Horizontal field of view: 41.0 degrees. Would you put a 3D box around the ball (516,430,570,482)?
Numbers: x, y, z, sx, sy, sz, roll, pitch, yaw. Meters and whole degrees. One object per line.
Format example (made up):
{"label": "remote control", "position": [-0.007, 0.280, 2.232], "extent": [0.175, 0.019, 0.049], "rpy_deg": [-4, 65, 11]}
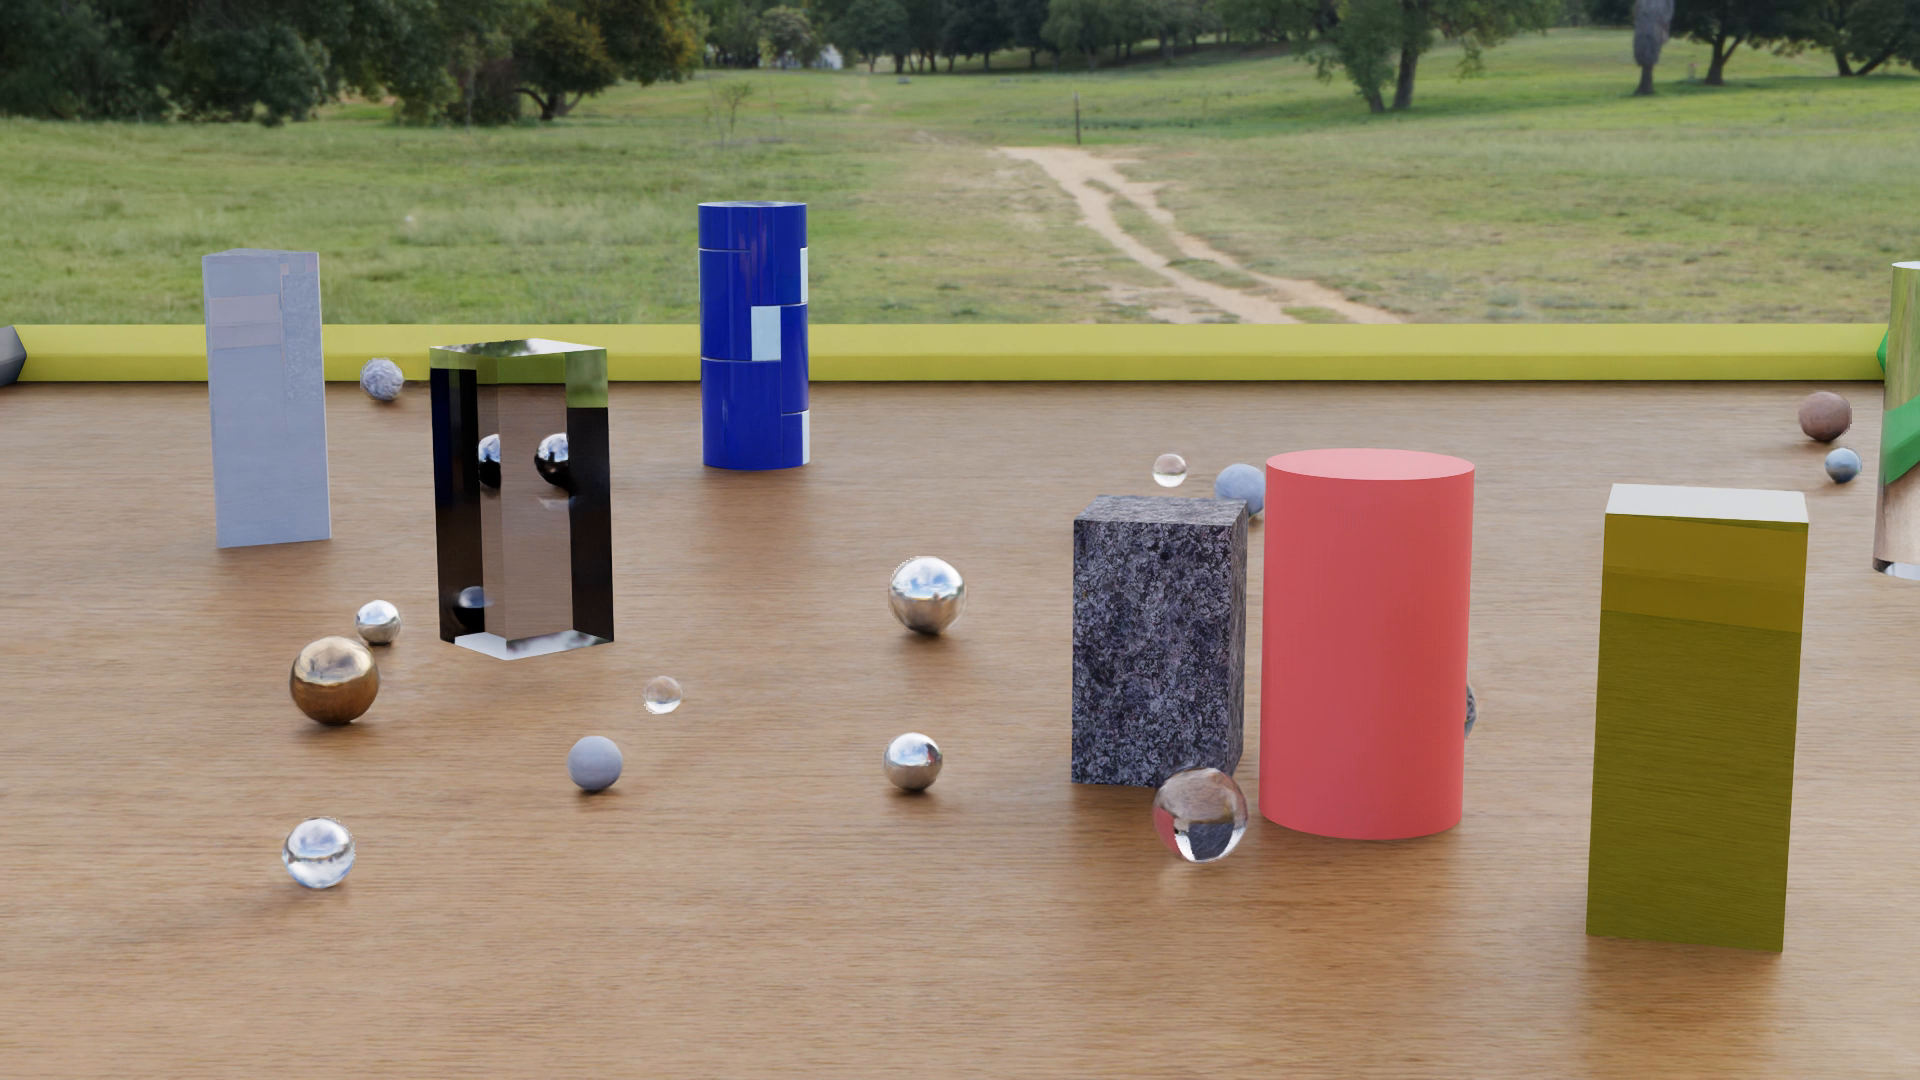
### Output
{"label": "ball", "position": [-0.739, -0.149, 4.541], "extent": [0.094, 0.094, 0.094], "rpy_deg": [0, 10, 0]}

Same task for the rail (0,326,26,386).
{"label": "rail", "position": [-2.172, 0.036, 3.436], "extent": [0.045, 0.130, 5.206], "rpy_deg": [0, 10, 0]}

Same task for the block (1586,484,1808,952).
{"label": "block", "position": [0.630, 0.147, 2.200], "extent": [0.160, 0.363, 0.160], "rpy_deg": [3, 11, 16]}

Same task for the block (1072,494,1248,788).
{"label": "block", "position": [0.210, 0.104, 2.676], "extent": [0.160, 0.275, 0.160], "rpy_deg": [2, 11, 12]}

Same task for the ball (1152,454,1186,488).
{"label": "ball", "position": [0.366, -0.122, 4.483], "extent": [0.060, 0.060, 0.060], "rpy_deg": [0, 10, 0]}

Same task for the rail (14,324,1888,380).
{"label": "rail", "position": [-0.015, -0.436, 5.985], "extent": [4.391, 0.130, 0.045], "rpy_deg": [0, 10, 0]}

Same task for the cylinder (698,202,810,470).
{"label": "cylinder", "position": [-0.380, -0.380, 4.735], "extent": [0.200, 0.477, 0.200], "rpy_deg": [0, 10, 0]}

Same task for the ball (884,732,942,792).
{"label": "ball", "position": [-0.047, 0.226, 2.607], "extent": [0.060, 0.060, 0.060], "rpy_deg": [0, 10, 0]}

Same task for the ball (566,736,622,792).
{"label": "ball", "position": [-0.372, 0.227, 2.608], "extent": [0.057, 0.057, 0.057], "rpy_deg": [0, 10, 0]}

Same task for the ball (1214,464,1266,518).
{"label": "ball", "position": [0.458, -0.080, 4.177], "extent": [0.089, 0.089, 0.089], "rpy_deg": [0, 10, 0]}

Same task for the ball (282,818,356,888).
{"label": "ball", "position": [-0.575, 0.281, 2.300], "extent": [0.063, 0.063, 0.063], "rpy_deg": [0, 10, 0]}

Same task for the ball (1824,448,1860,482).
{"label": "ball", "position": [1.564, -0.133, 4.547], "extent": [0.059, 0.059, 0.059], "rpy_deg": [0, 10, 0]}

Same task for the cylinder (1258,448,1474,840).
{"label": "cylinder", "position": [0.396, 0.097, 2.513], "extent": [0.200, 0.347, 0.200], "rpy_deg": [0, 10, 0]}

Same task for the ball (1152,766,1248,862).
{"label": "ball", "position": [0.222, 0.254, 2.376], "extent": [0.089, 0.089, 0.089], "rpy_deg": [0, 10, 0]}

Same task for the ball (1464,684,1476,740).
{"label": "ball", "position": [0.502, 0.182, 2.740], "extent": [0.097, 0.097, 0.097], "rpy_deg": [0, 10, 0]}

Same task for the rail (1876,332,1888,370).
{"label": "rail", "position": [2.172, 0.031, 3.461], "extent": [0.045, 0.130, 5.206], "rpy_deg": [0, 10, 0]}

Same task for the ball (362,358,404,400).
{"label": "ball", "position": [-1.273, -0.354, 5.656], "extent": [0.091, 0.091, 0.091], "rpy_deg": [0, 10, 0]}

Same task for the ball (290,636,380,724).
{"label": "ball", "position": [-0.700, 0.157, 2.872], "extent": [0.099, 0.099, 0.099], "rpy_deg": [0, 10, 0]}

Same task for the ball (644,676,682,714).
{"label": "ball", "position": [-0.338, 0.176, 2.921], "extent": [0.043, 0.043, 0.043], "rpy_deg": [0, 10, 0]}

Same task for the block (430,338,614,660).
{"label": "block", "position": [-0.556, -0.056, 3.258], "extent": [0.160, 0.377, 0.160], "rpy_deg": [-9, 14, -41]}

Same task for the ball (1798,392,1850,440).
{"label": "ball", "position": [1.698, -0.243, 5.041], "extent": [0.097, 0.097, 0.097], "rpy_deg": [0, 10, 0]}

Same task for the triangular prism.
{"label": "triangular prism", "position": [-1.093, -0.226, 3.992], "extent": [0.173, 0.445, 0.150], "rpy_deg": [-5, 12, -27]}

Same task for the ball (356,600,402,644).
{"label": "ball", "position": [-0.740, 0.105, 3.268], "extent": [0.057, 0.057, 0.057], "rpy_deg": [0, 10, 0]}

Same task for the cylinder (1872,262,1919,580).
{"label": "cylinder", "position": [1.439, -0.174, 3.711], "extent": [0.200, 0.443, 0.200], "rpy_deg": [0, 10, 0]}

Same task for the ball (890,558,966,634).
{"label": "ball", "position": [-0.041, 0.072, 3.327], "extent": [0.100, 0.100, 0.100], "rpy_deg": [0, 10, 0]}
